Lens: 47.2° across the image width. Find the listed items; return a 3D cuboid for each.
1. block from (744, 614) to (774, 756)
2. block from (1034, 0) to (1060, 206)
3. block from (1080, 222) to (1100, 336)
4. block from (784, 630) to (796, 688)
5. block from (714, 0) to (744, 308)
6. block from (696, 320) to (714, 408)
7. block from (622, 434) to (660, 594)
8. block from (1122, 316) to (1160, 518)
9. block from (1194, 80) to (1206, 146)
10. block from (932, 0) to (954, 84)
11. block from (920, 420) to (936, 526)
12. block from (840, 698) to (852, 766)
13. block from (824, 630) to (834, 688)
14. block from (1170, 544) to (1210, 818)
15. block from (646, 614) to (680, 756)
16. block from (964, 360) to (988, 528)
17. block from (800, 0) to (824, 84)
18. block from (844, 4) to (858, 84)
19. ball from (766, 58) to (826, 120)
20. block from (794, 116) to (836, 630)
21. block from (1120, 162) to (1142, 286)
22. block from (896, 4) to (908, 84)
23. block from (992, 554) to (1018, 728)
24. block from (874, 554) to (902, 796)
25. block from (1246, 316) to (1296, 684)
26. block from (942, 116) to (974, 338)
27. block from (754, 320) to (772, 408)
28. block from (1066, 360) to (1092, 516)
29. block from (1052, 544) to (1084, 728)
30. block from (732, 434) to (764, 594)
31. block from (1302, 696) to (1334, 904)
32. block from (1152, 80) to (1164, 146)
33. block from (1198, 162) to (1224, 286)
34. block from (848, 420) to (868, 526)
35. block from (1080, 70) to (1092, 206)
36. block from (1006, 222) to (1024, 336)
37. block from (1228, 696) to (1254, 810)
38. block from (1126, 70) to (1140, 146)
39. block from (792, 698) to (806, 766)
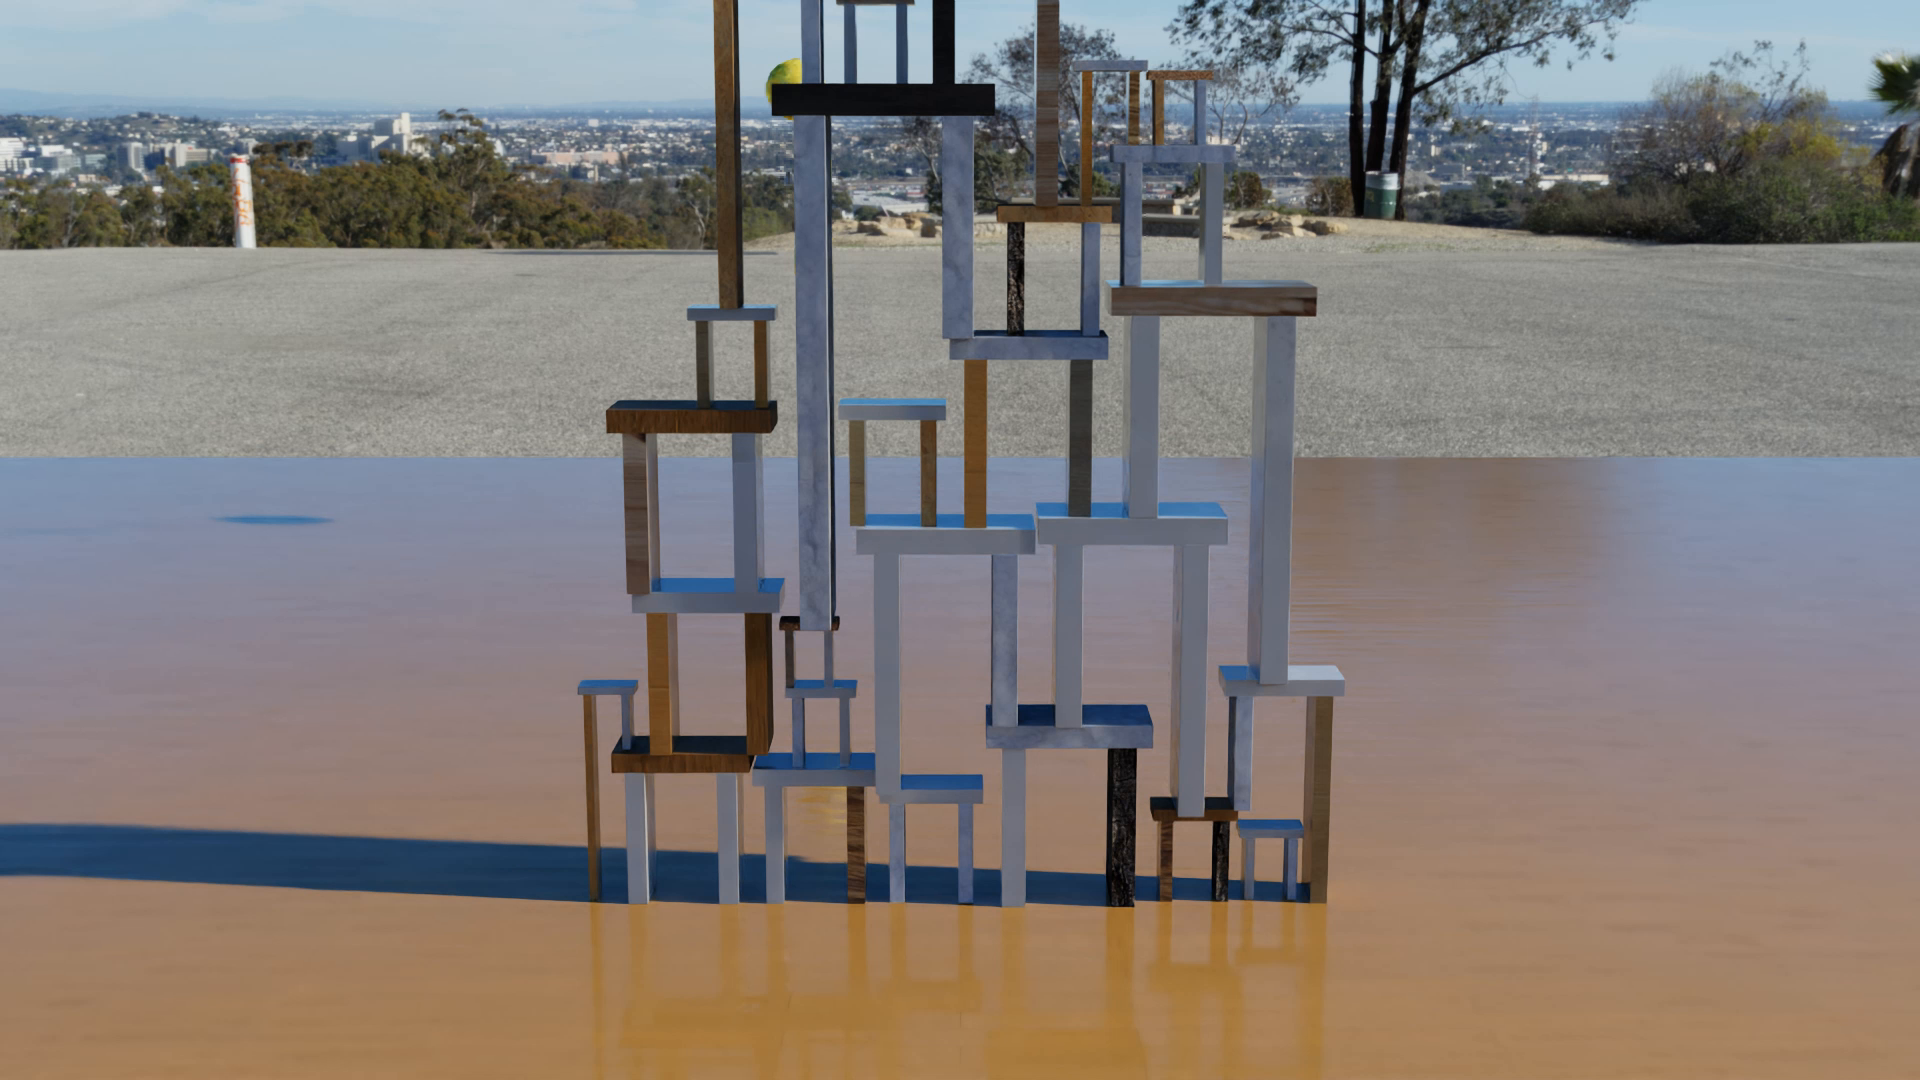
[{"bbox_3d":[-0.329,0.222,3.602,0.033,0.236,0.118,0,11,0],"label":"block"},{"bbox_3d":[0.134,-0.735,3.418,0.034,0.424,0.119,0,11,0],"label":"block"},{"bbox_3d":[0.206,-0.415,3.479,0.025,0.177,0.089,0,11,0],"label":"block"},{"bbox_3d":[-0.277,0.189,3.591,0.014,0.095,0.048,0,11,0],"label":"block"},{"bbox_3d":[-0.362,-0.639,3.440,0.028,0.546,0.100,0,11,0],"label":"block"},{"bbox_3d":[-0.406,-0.283,3.504,0.020,0.138,0.069,0,11,0],"label":"block"},{"bbox_3d":[-0.513,-0.052,3.545,0.037,0.258,0.129,0,11,0],"label":"block"},{"bbox_3d":[0.289,-0.206,3.524,0.045,0.319,0.159,0,11,0],"label":"block"},{"bbox_3d":[0.375,-0.667,3.433,0.014,0.099,0.050,-1,11,0],"label":"block"},{"bbox_3d":[-0.025,-0.826,3.400,0.034,0.238,0.119,0,11,0],"label":"block"},{"bbox_3d":[-0.050,-0.113,3.535,0.024,0.170,0.085,0,11,0],"label":"block"},{"bbox_3d":[-0.188,0.308,3.615,0.016,0.115,0.058,0,11,0],"label":"block"},{"bbox_3d":[-0.213,0.189,3.591,0.014,0.095,0.048,0,11,0],"label":"block"},{"bbox_3d":[0.374,0.215,3.594,0.042,0.449,0.150,0,11,0],"label":"block"},{"bbox_3d":[-0.486,0.222,3.602,0.033,0.236,0.118,0,11,0],"label":"block"},{"bbox_3d":[0.025,-0.162,3.531,0.035,0.268,0.125,0,11,0],"label":"block"},{"bbox_3d":[-0.229,-0.808,3.407,0.028,0.201,0.100,0,11,0],"label":"block"},{"bbox_3d":[-0.170,-0.770,3.417,0.017,0.121,0.060,0,11,0],"label":"block"},{"bbox_3d":[-0.457,-1.258,6.144,0.169,0.169,0.169,0,11,0],"label":"ball"},{"bbox_3d":[-0.230,-0.267,3.507,0.048,0.805,0.170,0,11,0],"label":"block"},{"bbox_3d":[0.270,-0.499,3.466,0.027,0.189,0.094,0,11,0],"label":"block"},{"bbox_3d":[-0.090,-0.770,3.417,0.017,0.121,0.060,0,11,0],"label":"block"},{"bbox_3d":[0.072,0.149,3.583,0.040,0.283,0.142,0,11,0],"label":"block"},{"bbox_3d":[-0.117,0.205,3.593,0.040,0.397,0.142,0,11,0],"label":"block"},{"bbox_3d":[0.502,-0.073,3.548,0.045,0.589,0.159,0,11,0],"label":"block"},{"bbox_3d":[-0.003,-0.495,3.465,0.048,0.340,0.170,0,11,0],"label":"block"},{"bbox_3d":[-0.314,-0.284,3.505,0.020,0.138,0.069,0,11,0],"label":"block"},{"bbox_3d":[0.190,-0.171,3.529,0.035,0.249,0.125,0,11,0],"label":"block"},{"bbox_3d":[0.174,0.141,3.581,0.042,0.300,0.150,0,11,0],"label":"block"},{"bbox_3d":[-0.341,-0.052,3.546,0.037,0.258,0.129,0,11,0],"label":"block"},{"bbox_3d":[0.590,0.417,3.638,0.027,0.352,0.097,0,11,0],"label":"block"},{"bbox_3d":[0.310,-0.667,3.433,0.014,0.099,0.050,-1,11,0],"label":"block"},{"bbox_3d":[0.395,-0.499,3.466,0.027,0.189,0.095,0,11,0],"label":"block"},{"bbox_3d":[-0.163,-0.113,3.535,0.024,0.170,0.085,0,11,0],"label":"block"},{"bbox_3d":[0.197,-0.629,3.445,0.016,0.206,0.057,0,11,0],"label":"block"},{"bbox_3d":[0.088,-0.415,3.479,0.025,0.177,0.089,0,11,0],"label":"block"},{"bbox_3d":[0.462,0.339,3.623,0.027,0.193,0.097,0,10,0],"label":"block"},{"bbox_3d":[0.270,-0.675,3.436,0.016,0.113,0.057,0,11,0],"label":"block"},{"bbox_3d":[-0.265,0.308,3.615,0.016,0.115,0.058,0,11,0],"label":"block"}]
